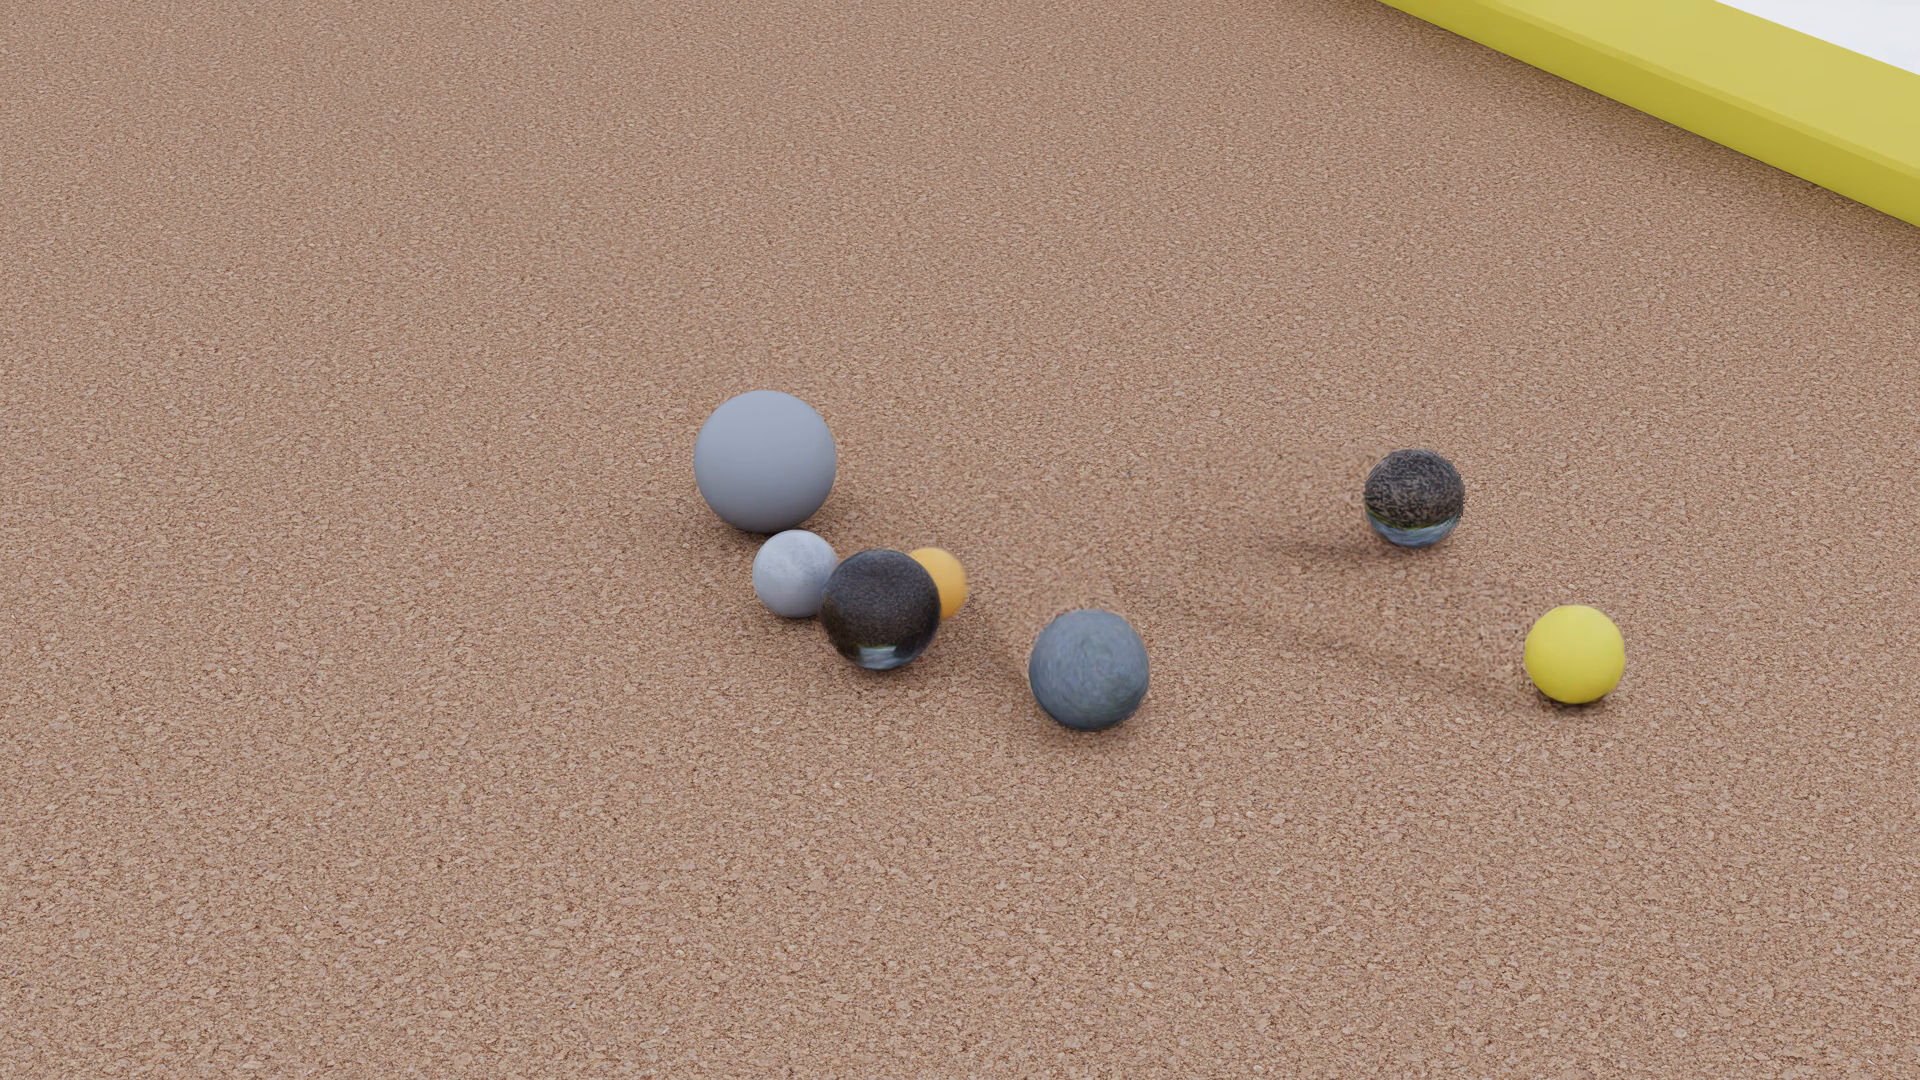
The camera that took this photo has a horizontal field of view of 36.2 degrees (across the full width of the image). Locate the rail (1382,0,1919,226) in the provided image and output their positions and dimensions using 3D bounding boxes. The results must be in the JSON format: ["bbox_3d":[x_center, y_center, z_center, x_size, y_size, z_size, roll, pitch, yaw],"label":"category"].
[{"bbox_3d":[0.413,-0.651,3.165,0.045,0.129,3.958,-15,30,-26],"label":"rail"}]

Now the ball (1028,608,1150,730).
[{"bbox_3d":[0.079,0.079,1.798,0.074,0.074,0.074,0,27,0],"label":"ball"}]

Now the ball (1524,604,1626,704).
[{"bbox_3d":[0.382,0.071,1.826,0.062,0.062,0.062,0,27,0],"label":"ball"}]

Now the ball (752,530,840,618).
[{"bbox_3d":[-0.107,0.022,1.926,0.058,0.058,0.058,0,27,0],"label":"ball"}]

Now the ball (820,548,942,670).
[{"bbox_3d":[-0.050,0.044,1.863,0.077,0.077,0.077,0,27,0],"label":"ball"}]

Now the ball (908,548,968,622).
[{"bbox_3d":[-0.019,0.030,1.920,0.050,0.050,0.050,0,27,0],"label":"ball"}]

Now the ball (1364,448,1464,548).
[{"bbox_3d":[0.310,-0.029,2.016,0.068,0.068,0.068,0,27,0],"label":"ball"}]

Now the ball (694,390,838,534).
[{"bbox_3d":[-0.134,-0.054,2.030,0.099,0.099,0.099,0,27,0],"label":"ball"}]
